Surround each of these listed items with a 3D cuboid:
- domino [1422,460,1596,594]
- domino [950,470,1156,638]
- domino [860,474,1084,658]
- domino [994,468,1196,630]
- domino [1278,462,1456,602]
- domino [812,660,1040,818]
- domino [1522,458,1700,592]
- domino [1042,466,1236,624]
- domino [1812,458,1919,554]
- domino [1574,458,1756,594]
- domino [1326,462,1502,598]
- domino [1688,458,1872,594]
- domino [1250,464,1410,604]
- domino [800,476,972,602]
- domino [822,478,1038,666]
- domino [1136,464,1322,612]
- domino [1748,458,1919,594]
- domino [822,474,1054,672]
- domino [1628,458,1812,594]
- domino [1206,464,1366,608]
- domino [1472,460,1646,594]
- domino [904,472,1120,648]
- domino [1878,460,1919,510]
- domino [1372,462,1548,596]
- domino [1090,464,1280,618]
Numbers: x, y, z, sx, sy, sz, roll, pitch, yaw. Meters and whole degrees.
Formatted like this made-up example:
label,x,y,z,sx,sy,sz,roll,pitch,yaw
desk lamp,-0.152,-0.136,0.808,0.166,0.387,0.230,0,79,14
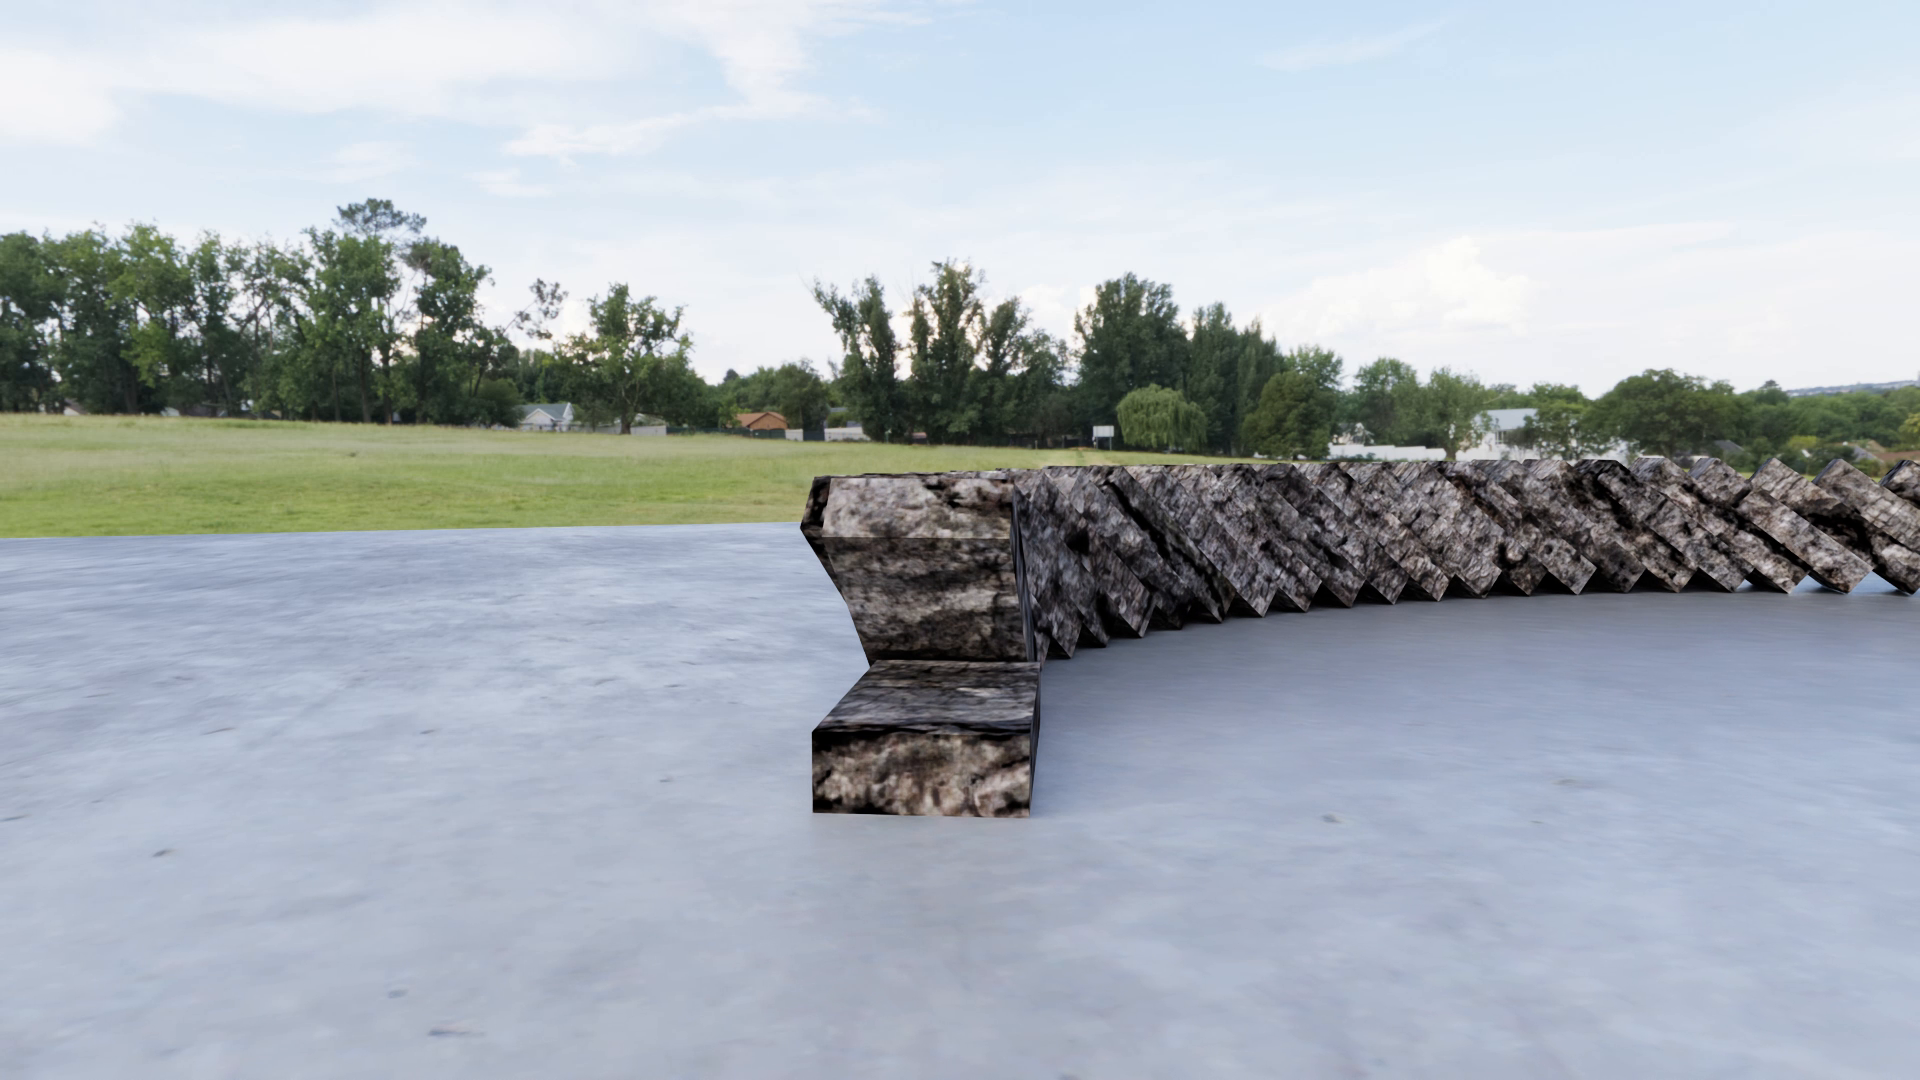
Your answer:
label,x,y,z,sx,sy,sz,roll,pitch,yaw
domino,0.155,-0.004,0.369,0.050,0.009,0.025,37,-3,-11
domino,0.019,0.003,0.275,0.025,0.009,0.050,4,-30,42
domino,0.002,0.006,0.245,0.025,0.009,0.050,2,-31,33
domino,0.029,0.002,0.289,0.025,0.009,0.050,5,-30,46
domino,0.108,-0.002,0.350,0.050,0.009,0.025,37,-10,-20
domino,-0.002,0.025,0.171,0.025,0.010,0.050,0,4,5
domino,0.188,-0.005,0.377,0.050,0.009,0.025,37,3,-3
domino,0.041,0.001,0.301,0.025,0.009,0.050,5,-30,50
domino,0.269,-0.004,0.365,0.050,0.009,0.025,43,22,21
domino,0.204,-0.005,0.378,0.050,0.009,0.025,38,5,0
domino,0.124,-0.003,0.357,0.050,0.009,0.025,37,-8,-18
domino,0.239,-0.005,0.378,0.050,0.010,0.025,41,16,13
domino,0.094,-0.002,0.342,0.050,0.009,0.025,38,-12,-23
domino,-0.005,0.008,0.210,0.025,0.009,0.050,1,-32,17
domino,-0.003,0.009,0.192,0.025,0.009,0.050,1,-33,8
domino,0.066,0.000,0.323,0.050,0.009,0.025,39,-17,-28
domino,0.255,-0.005,0.374,0.050,0.009,0.025,43,21,20
domino,-0.004,0.007,0.228,0.025,0.009,0.050,2,-32,28
domino,0.221,-0.005,0.378,0.050,0.009,0.025,39,10,5
domino,0.080,-0.001,0.333,0.050,0.010,0.025,39,-14,-25
domino,0.171,-0.004,0.374,0.050,0.009,0.025,37,0,-7
domino,0.010,0.004,0.261,0.025,0.009,0.050,3,-30,39
domino,0.283,-0.003,0.357,0.050,0.009,0.025,43,23,21
domino,0.139,-0.003,0.363,0.050,0.009,0.025,37,-6,-15
domino,0.053,0.000,0.313,0.050,0.009,0.025,41,-20,-31
